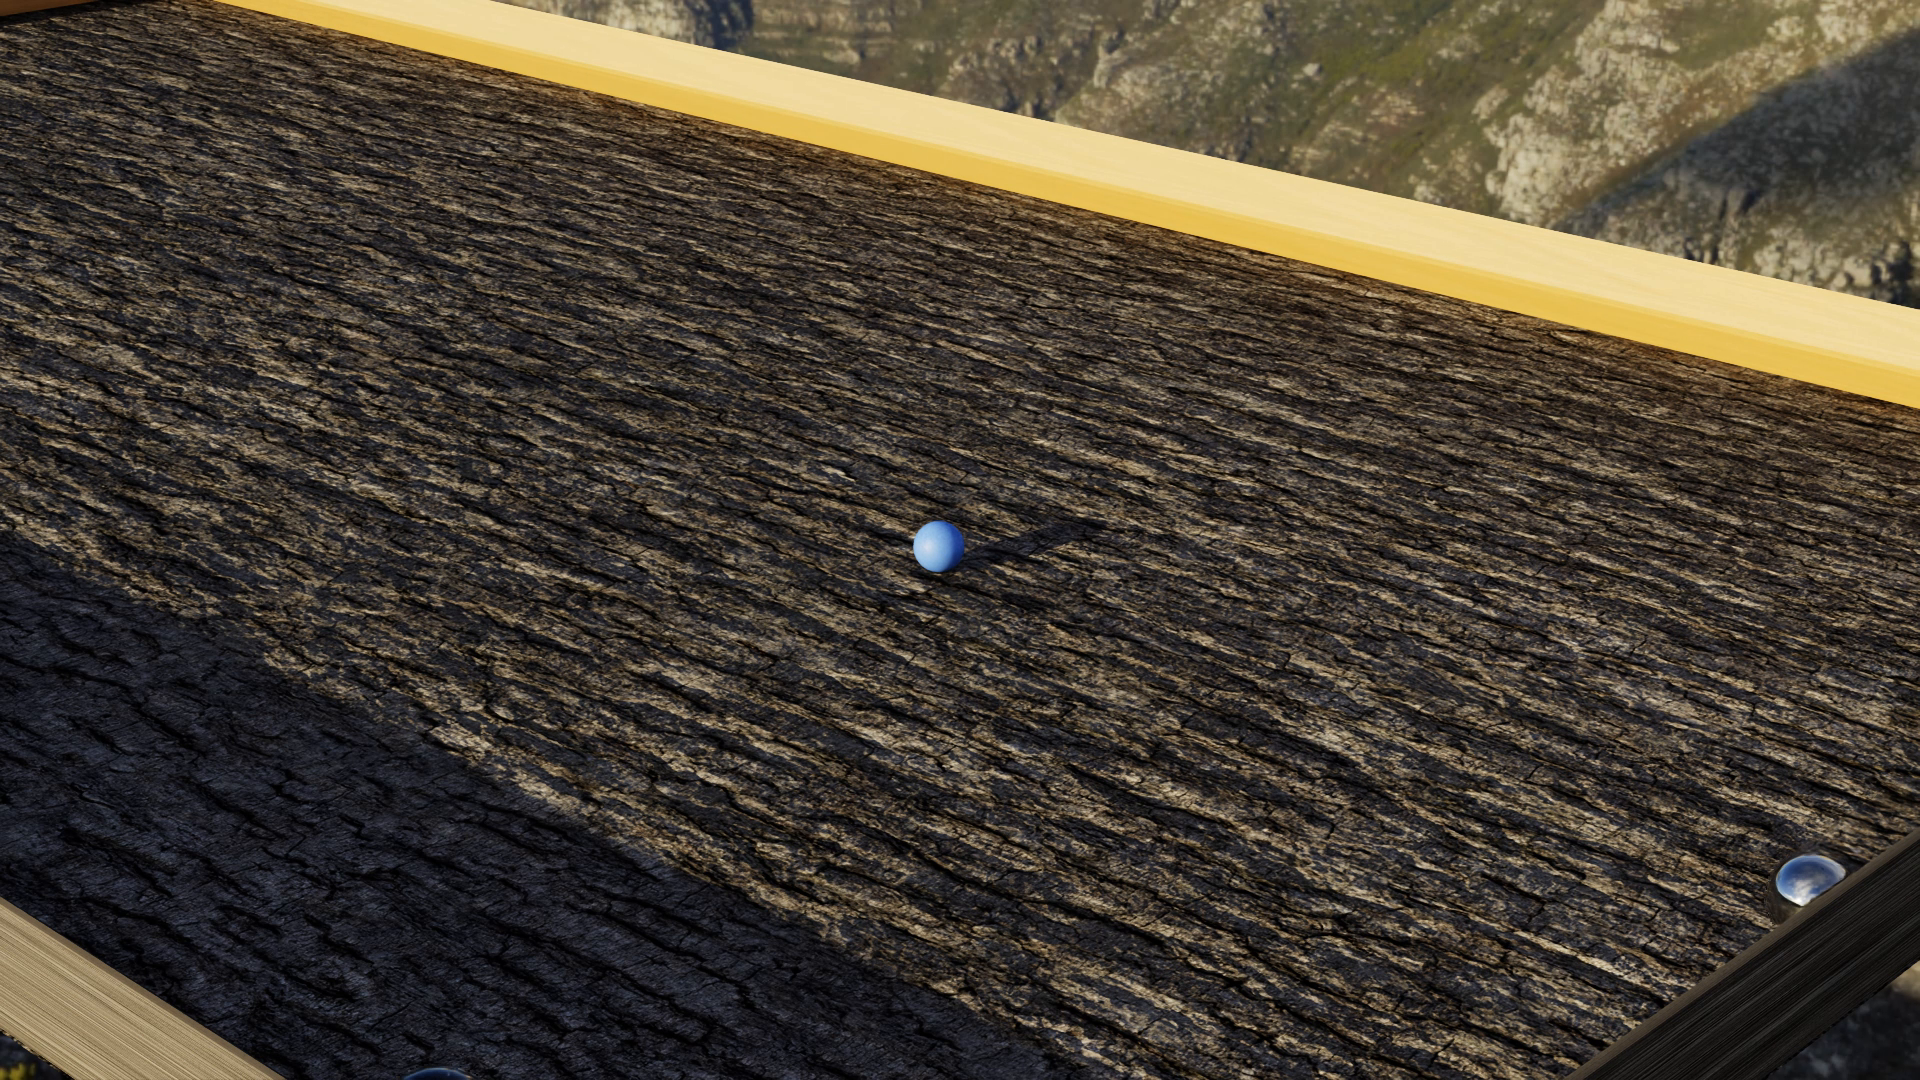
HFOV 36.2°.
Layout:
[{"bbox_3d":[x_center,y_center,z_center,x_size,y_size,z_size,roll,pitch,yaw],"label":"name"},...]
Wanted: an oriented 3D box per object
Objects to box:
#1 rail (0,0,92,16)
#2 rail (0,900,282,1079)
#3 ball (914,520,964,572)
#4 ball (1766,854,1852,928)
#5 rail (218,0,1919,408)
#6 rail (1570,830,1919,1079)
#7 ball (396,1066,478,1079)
[{"bbox_3d":[-2.045,-0.734,4.404,0.045,0.102,1.993,19,29,40],"label":"rail"},{"bbox_3d":[-1.357,-0.004,2.549,3.789,0.102,0.045,19,29,40],"label":"rail"},{"bbox_3d":[-0.019,0.006,2.603,0.046,0.046,0.046,0,22,0],"label":"ball"},{"bbox_3d":[0.575,0.242,1.985,0.060,0.060,0.060,0,22,0],"label":"ball"},{"bbox_3d":[-0.018,-0.521,3.862,3.789,0.102,0.045,19,29,40],"label":"rail"},{"bbox_3d":[0.670,0.209,2.008,0.045,0.102,1.993,19,29,40],"label":"rail"},{"bbox_3d":[-0.303,0.344,1.701,0.078,0.078,0.078,0,22,0],"label":"ball"}]
